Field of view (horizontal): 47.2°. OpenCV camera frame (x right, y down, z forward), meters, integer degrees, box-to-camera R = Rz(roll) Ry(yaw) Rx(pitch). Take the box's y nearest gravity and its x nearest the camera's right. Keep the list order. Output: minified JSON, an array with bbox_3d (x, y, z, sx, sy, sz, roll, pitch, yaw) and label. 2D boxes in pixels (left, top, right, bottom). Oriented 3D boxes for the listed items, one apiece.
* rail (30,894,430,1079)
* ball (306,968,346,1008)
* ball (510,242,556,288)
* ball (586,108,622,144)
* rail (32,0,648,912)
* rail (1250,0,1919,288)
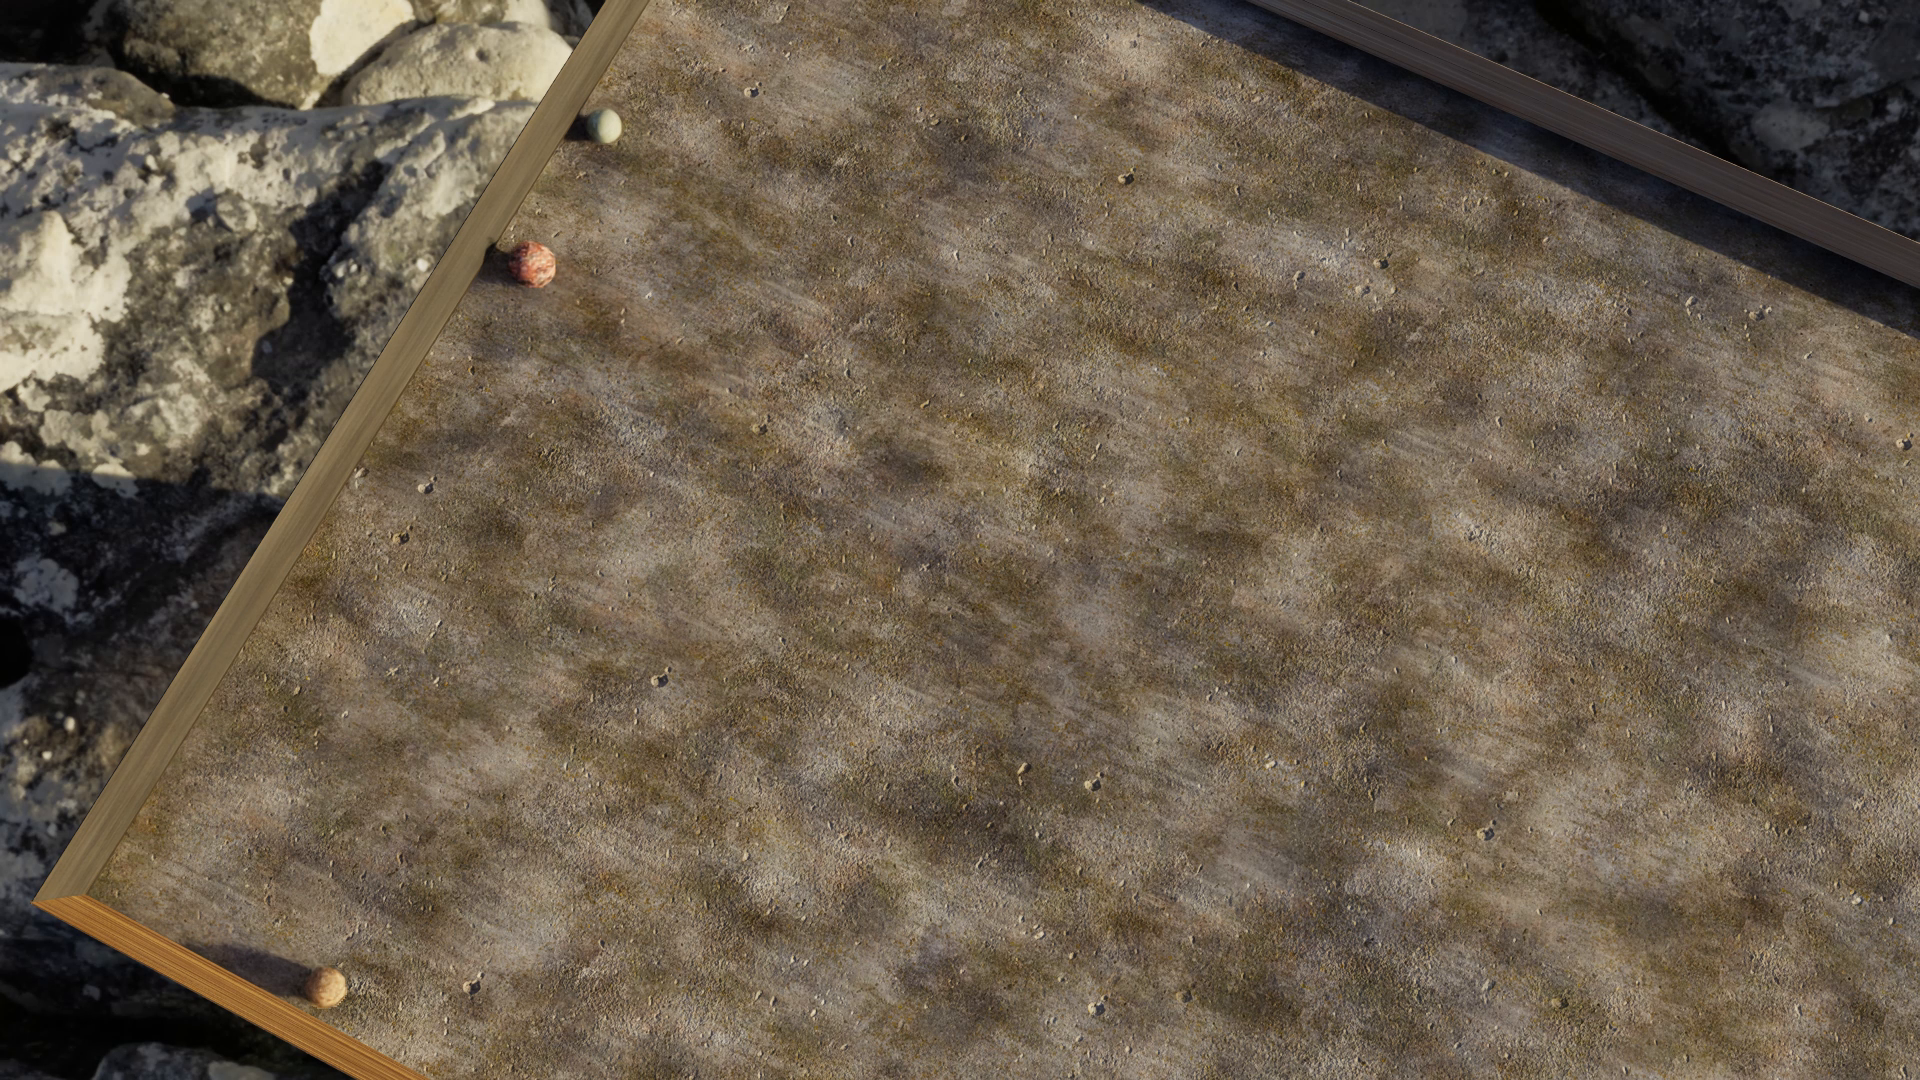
[{"bbox_3d":[0.351,1.321,2.954,3.766,0.095,0.045,25,73,8],"label":"rail"},{"bbox_3d":[-0.922,0.650,3.200,0.057,0.057,0.057,0,71,0],"label":"ball"},{"bbox_3d":[-0.691,-0.444,3.559,0.073,0.073,0.073,0,71,0],"label":"ball"},{"bbox_3d":[-0.590,-0.687,3.648,0.058,0.058,0.058,0,71,0],"label":"ball"},{"bbox_3d":[-0.820,-0.396,3.530,0.045,0.095,2.231,25,73,8],"label":"rail"},{"bbox_3d":[1.332,-0.529,3.575,3.766,0.095,0.045,25,73,8],"label":"rail"}]
